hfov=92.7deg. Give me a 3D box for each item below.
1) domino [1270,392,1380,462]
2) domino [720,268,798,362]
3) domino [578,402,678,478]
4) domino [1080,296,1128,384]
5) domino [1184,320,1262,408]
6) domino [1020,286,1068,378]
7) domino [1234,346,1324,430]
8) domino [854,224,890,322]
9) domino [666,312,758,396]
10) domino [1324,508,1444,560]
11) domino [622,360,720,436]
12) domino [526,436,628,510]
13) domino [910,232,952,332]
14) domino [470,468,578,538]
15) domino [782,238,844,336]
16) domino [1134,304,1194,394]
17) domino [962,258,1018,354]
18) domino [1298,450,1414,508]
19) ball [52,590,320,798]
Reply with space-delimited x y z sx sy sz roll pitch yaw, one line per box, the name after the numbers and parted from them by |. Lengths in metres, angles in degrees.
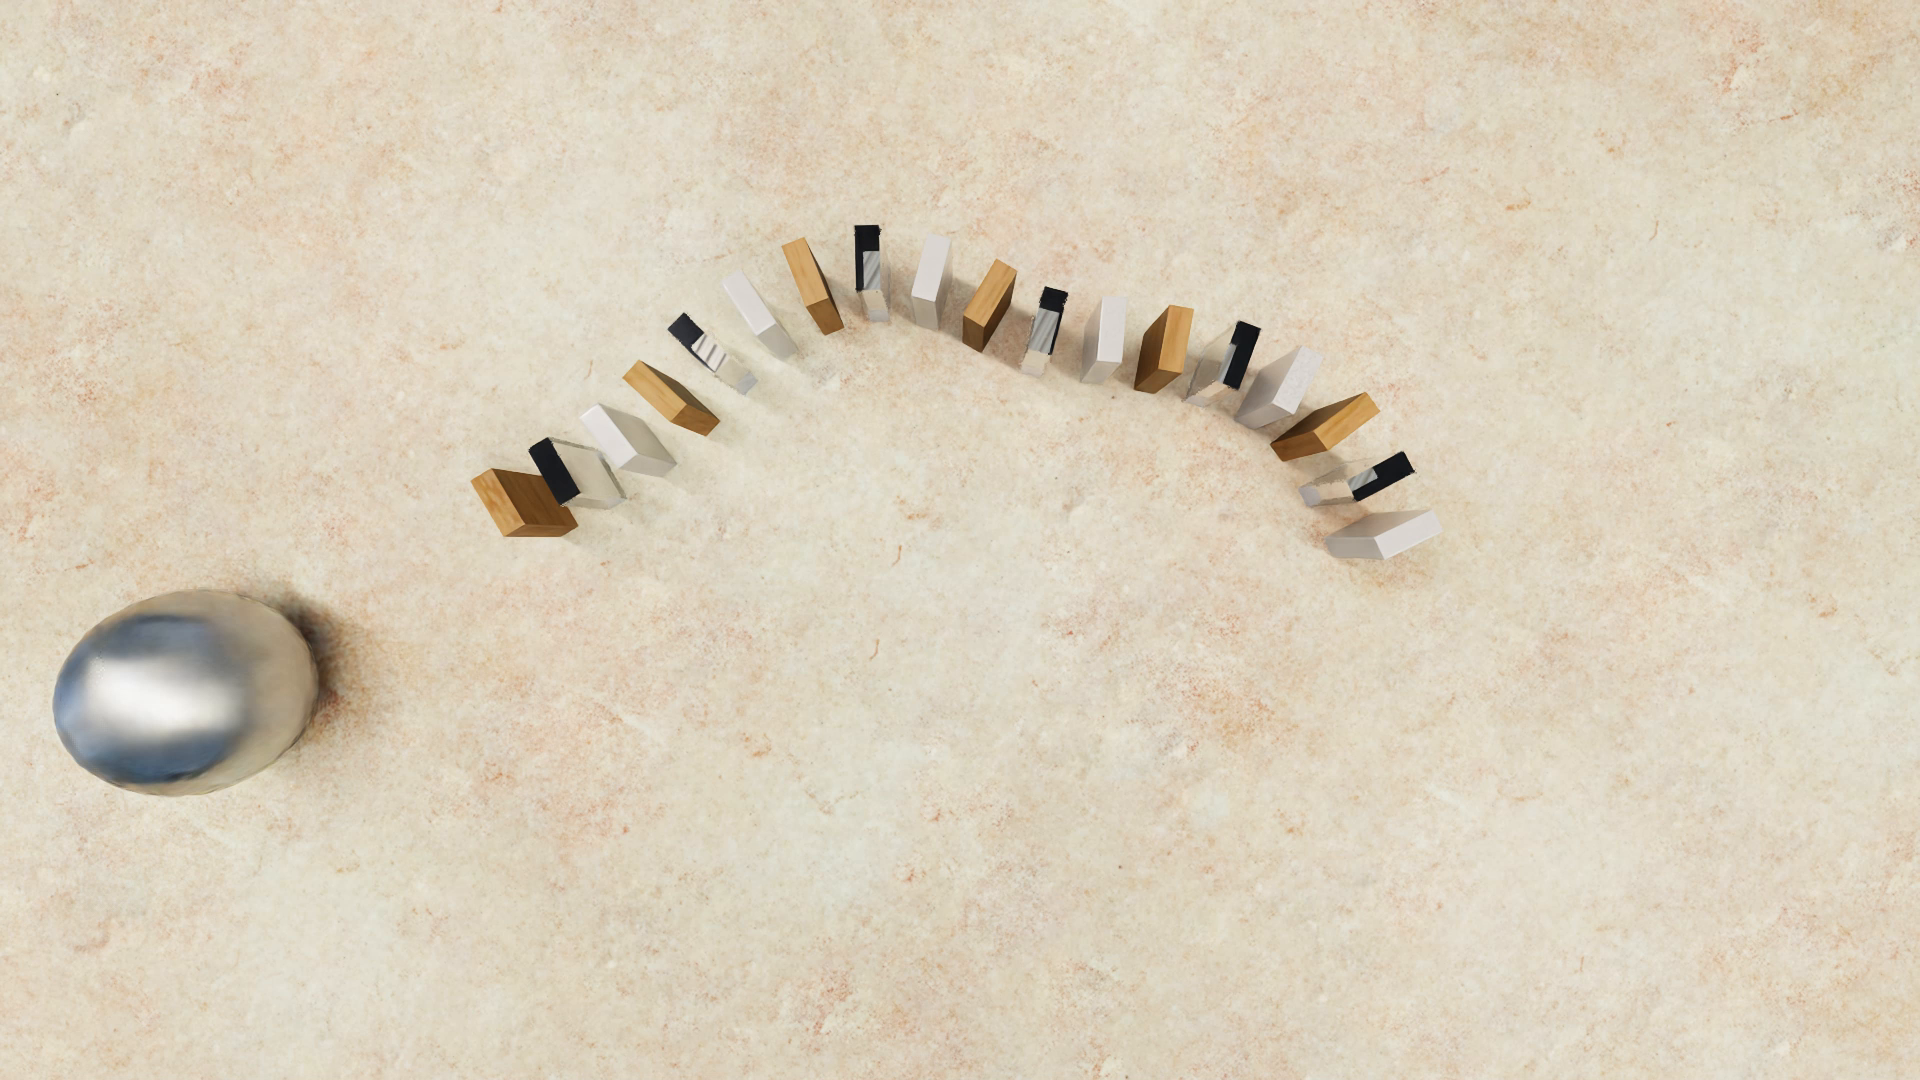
0.148 -0.045 0.375 0.025 0.050 0.009 -37 90 0 | domino
-0.081 -0.091 0.375 0.010 0.050 0.025 -34 90 0 | domino
-0.135 -0.040 0.375 0.009 0.050 0.025 -38 90 0 | domino
0.058 -0.081 0.375 0.009 0.050 0.025 5 90 0 | domino
0.106 -0.071 0.375 0.010 0.050 0.025 21 90 0 | domino
0.034 -0.084 0.375 0.010 0.050 0.025 15 90 0 | domino
0.129 -0.061 0.375 0.009 0.050 0.025 28 90 0 | domino
-0.035 -0.108 0.375 0.009 0.050 0.025 -1 90 0 | domino
-0.100 -0.075 0.375 0.025 0.050 0.010 45 90 0 | domino
0.172 -0.002 0.375 0.025 0.050 0.010 -26 90 0 | domino
-0.117 -0.057 0.375 0.025 0.050 0.010 43 90 0 | domino
-0.155 -0.026 0.375 0.010 0.050 0.025 -30 90 0 | domino
-0.011 -0.104 0.375 0.009 0.050 0.025 15 90 0 | domino
-0.177 -0.014 0.375 0.010 0.050 0.025 -31 90 0 | domino
-0.059 -0.102 0.375 0.009 0.050 0.025 -22 90 0 | domino
0.083 -0.077 0.375 0.009 0.050 0.025 10 90 0 | domino
0.012 -0.094 0.375 0.010 0.050 0.025 31 90 0 | domino
0.161 -0.024 0.375 0.025 0.050 0.010 -28 90 0 | domino
-0.300 0.060 0.360 0.080 0.080 0.080 0 90 0 | ball
